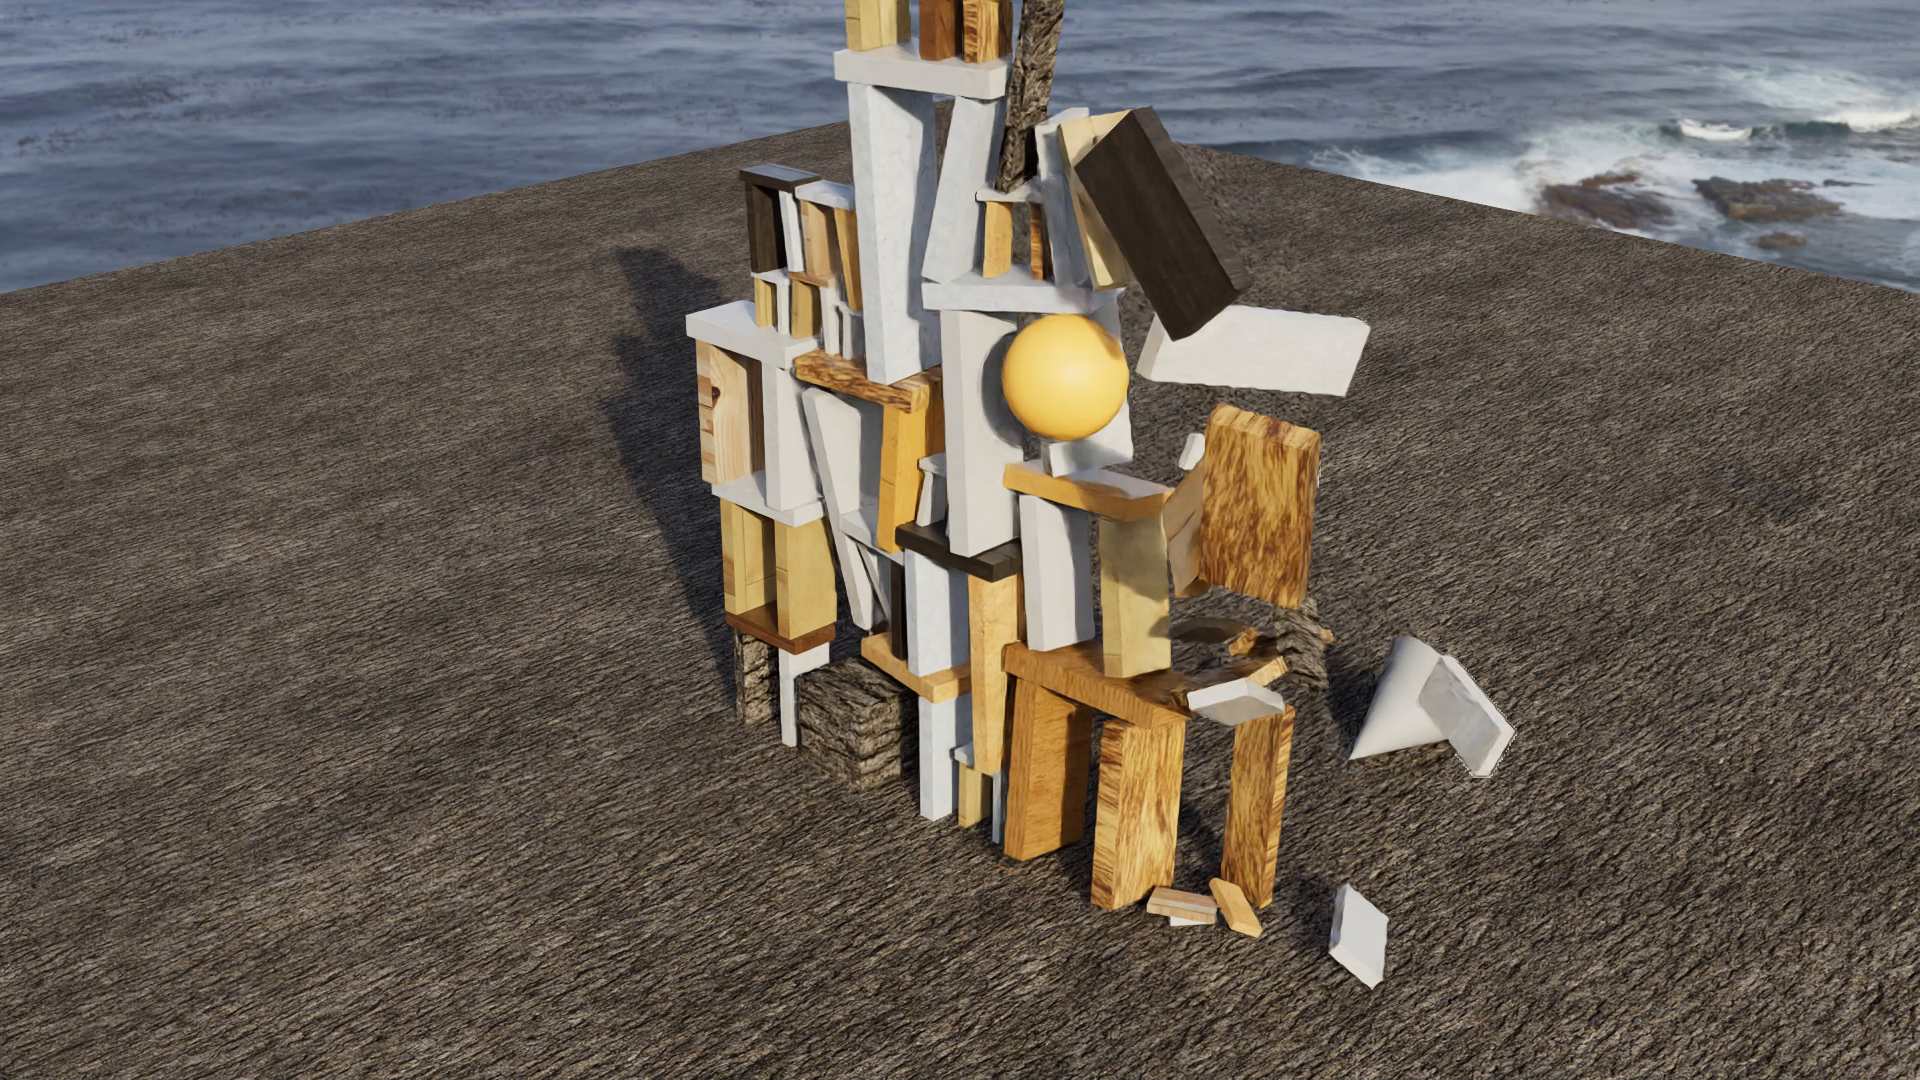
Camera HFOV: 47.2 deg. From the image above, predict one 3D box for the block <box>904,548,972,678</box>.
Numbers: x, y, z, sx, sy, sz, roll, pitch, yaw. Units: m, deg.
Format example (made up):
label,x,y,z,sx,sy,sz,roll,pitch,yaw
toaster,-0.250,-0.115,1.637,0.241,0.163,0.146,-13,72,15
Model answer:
label,x,y,z,sx,sy,sz,roll,pitch,yaw
block,-0.041,0.128,4.339,0.131,0.262,0.037,-15,24,-33

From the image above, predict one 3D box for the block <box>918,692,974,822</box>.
label,x,y,z,sx,sy,sz,roll,pitch,yaw
block,-0.020,0.420,4.430,0.133,0.266,0.038,-21,30,-41

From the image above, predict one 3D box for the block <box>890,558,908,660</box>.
label,x,y,z,sx,sy,sz,roll,pitch,yaw
block,-0.084,0.125,4.411,0.108,0.216,0.031,-16,28,-32

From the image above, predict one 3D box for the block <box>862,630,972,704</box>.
label,x,y,z,sx,sy,sz,roll,pitch,yaw
block,-0.072,0.248,4.447,0.133,0.038,0.266,-15,27,-31

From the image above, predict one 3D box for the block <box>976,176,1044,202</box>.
label,x,y,z,sx,sy,sz,roll,pitch,yaw
block,0.109,-0.624,3.910,0.145,0.021,0.072,7,31,30

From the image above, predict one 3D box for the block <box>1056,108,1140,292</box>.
label,x,y,z,sx,sy,sz,roll,pitch,yaw
block,0.265,-0.570,3.688,0.144,0.287,0.041,-12,-6,-10

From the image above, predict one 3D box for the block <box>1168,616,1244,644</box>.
label,x,y,z,sx,sy,sz,roll,pitch,yaw
block,0.449,0.164,3.996,0.133,0.019,0.067,7,-27,-44

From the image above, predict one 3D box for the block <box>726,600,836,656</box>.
label,x,y,z,sx,sy,sz,roll,pitch,yaw
block,-0.385,0.181,4.715,0.226,0.032,0.113,21,31,41

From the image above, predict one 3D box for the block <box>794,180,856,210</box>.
label,x,y,z,sx,sy,sz,roll,pitch,yaw
block,-0.237,-0.658,4.193,0.149,0.021,0.075,21,31,40

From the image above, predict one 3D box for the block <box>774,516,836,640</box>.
label,x,y,z,sx,sy,sz,roll,pitch,yaw
block,-0.323,0.065,4.611,0.037,0.263,0.131,21,31,40

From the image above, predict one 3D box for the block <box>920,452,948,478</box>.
label,x,y,z,sx,sy,sz,roll,pitch,yaw
block,-0.015,-0.137,4.201,0.060,0.017,0.120,-20,31,-41

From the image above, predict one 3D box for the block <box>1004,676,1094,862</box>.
label,x,y,z,sx,sy,sz,roll,pitch,yaw
block,0.175,0.427,4.264,0.051,0.357,0.179,16,19,40

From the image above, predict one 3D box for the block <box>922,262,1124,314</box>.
label,x,y,z,sx,sy,sz,roll,pitch,yaw
block,0.114,-0.460,3.995,0.328,0.047,0.164,5,23,25

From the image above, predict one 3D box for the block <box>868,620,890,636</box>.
label,x,y,z,sx,sy,sz,roll,pitch,yaw
block,-0.173,0.190,4.711,0.045,0.091,0.013,-14,18,-33

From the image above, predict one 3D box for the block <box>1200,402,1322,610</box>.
label,x,y,z,sx,sy,sz,roll,pitch,yaw
block,0.462,-0.048,3.409,0.166,0.332,0.047,19,47,22

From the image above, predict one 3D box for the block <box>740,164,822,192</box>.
label,x,y,z,sx,sy,sz,roll,pitch,yaw
block,-0.351,-0.708,4.300,0.079,0.022,0.158,-20,29,-39

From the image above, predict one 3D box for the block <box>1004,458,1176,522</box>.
label,x,y,z,sx,sy,sz,roll,pitch,yaw
block,0.243,-0.097,4.111,0.295,0.042,0.148,17,19,38

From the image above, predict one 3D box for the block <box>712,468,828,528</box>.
label,x,y,z,sx,sy,sz,roll,pitch,yaw
block,-0.385,-0.097,4.608,0.263,0.037,0.131,21,31,40

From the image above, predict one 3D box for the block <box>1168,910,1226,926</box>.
label,x,y,z,sx,sy,sz,roll,pitch,yaw
block,0.449,0.692,4.106,0.127,0.018,0.063,-3,23,-6

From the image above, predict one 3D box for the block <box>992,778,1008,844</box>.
label,x,y,z,sx,sy,sz,roll,pitch,yaw
block,0.097,0.524,4.343,0.020,0.141,0.071,21,30,41

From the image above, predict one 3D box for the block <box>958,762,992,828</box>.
label,x,y,z,sx,sy,sz,roll,pitch,yaw
block,0.030,0.498,4.404,0.071,0.141,0.020,-20,30,-41

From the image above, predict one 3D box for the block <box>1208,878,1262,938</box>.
label,x,y,z,sx,sy,sz,roll,pitch,yaw
block,0.509,0.680,4.073,0.063,0.018,0.127,23,23,-26

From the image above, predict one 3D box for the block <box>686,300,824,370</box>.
label,x,y,z,sx,sy,sz,roll,pitch,yaw
block,-0.398,-0.420,4.471,0.311,0.044,0.155,21,31,40

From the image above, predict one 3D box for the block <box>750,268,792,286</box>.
label,x,y,z,sx,sy,sz,roll,pitch,yaw
block,-0.365,-0.529,4.390,0.103,0.015,0.051,21,31,40

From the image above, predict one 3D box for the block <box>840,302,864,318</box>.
label,x,y,z,sx,sy,sz,roll,pitch,yaw
block,-0.181,-0.442,4.223,0.096,0.014,0.048,20,32,38

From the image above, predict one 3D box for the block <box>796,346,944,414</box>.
label,x,y,z,sx,sy,sz,roll,pitch,yaw
block,-0.156,-0.322,4.260,0.306,0.043,0.153,19,31,37

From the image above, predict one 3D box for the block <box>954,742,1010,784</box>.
label,x,y,z,sx,sy,sz,roll,pitch,yaw
block,0.065,0.436,4.344,0.141,0.020,0.071,21,30,40

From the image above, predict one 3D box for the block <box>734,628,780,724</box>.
label,x,y,z,sx,sy,sz,roll,pitch,yaw
block,-0.438,0.279,4.814,0.032,0.226,0.113,21,31,41

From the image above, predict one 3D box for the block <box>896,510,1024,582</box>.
label,x,y,z,sx,sy,sz,roll,pitch,yaw
block,0.013,0.010,4.233,0.262,0.037,0.131,22,30,40

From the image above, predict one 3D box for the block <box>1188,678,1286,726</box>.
label,x,y,z,sx,sy,sz,roll,pitch,yaw
block,0.477,0.280,3.787,0.104,0.030,0.209,-17,-19,22

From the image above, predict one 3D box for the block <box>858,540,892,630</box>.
label,x,y,z,sx,sy,sz,roll,pitch,yaw
block,-0.113,0.111,4.567,0.108,0.331,0.031,-37,35,-25

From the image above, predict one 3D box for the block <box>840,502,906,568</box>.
label,x,y,z,sx,sy,sz,roll,pitch,yaw
block,-0.133,-0.012,4.404,0.108,0.031,0.216,-20,34,-36

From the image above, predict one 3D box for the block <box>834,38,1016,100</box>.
label,x,y,z,sx,sy,sz,roll,pitch,yaw
block,-0.035,-0.842,3.910,0.346,0.049,0.173,15,30,34

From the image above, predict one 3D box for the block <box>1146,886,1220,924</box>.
label,x,y,z,sx,sy,sz,roll,pitch,yaw
block,0.417,0.679,4.091,0.127,0.018,0.063,8,24,17

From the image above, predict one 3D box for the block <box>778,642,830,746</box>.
label,x,y,z,sx,sy,sz,roll,pitch,yaw
block,-0.332,0.321,4.716,0.113,0.226,0.032,-21,31,-41

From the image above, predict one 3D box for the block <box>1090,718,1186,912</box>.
label,x,y,z,sx,sy,sz,roll,pitch,yaw
block,0.333,0.496,4.105,0.051,0.357,0.179,17,20,42

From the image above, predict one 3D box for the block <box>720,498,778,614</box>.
label,x,y,z,sx,sy,sz,roll,pitch,yaw
block,-0.447,0.017,4.724,0.037,0.263,0.131,21,31,40

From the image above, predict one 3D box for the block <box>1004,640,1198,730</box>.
label,x,y,z,sx,sy,sz,roll,pitch,yaw
block,0.277,0.260,4.138,0.357,0.051,0.179,20,21,39

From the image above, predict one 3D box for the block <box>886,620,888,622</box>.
label,x,y,z,sx,sy,sz,roll,pitch,yaw
block,-0.161,0.145,4.672,0.045,0.013,0.091,-31,38,-28

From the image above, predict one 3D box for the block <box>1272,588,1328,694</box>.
label,x,y,z,sx,sy,sz,roll,pitch,yaw
block,0.611,0.167,3.973,0.102,0.029,0.203,27,47,-38

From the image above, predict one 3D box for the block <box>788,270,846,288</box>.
label,x,y,z,sx,sy,sz,roll,pitch,yaw
block,-0.273,-0.517,4.297,0.061,0.017,0.122,-21,28,-39
